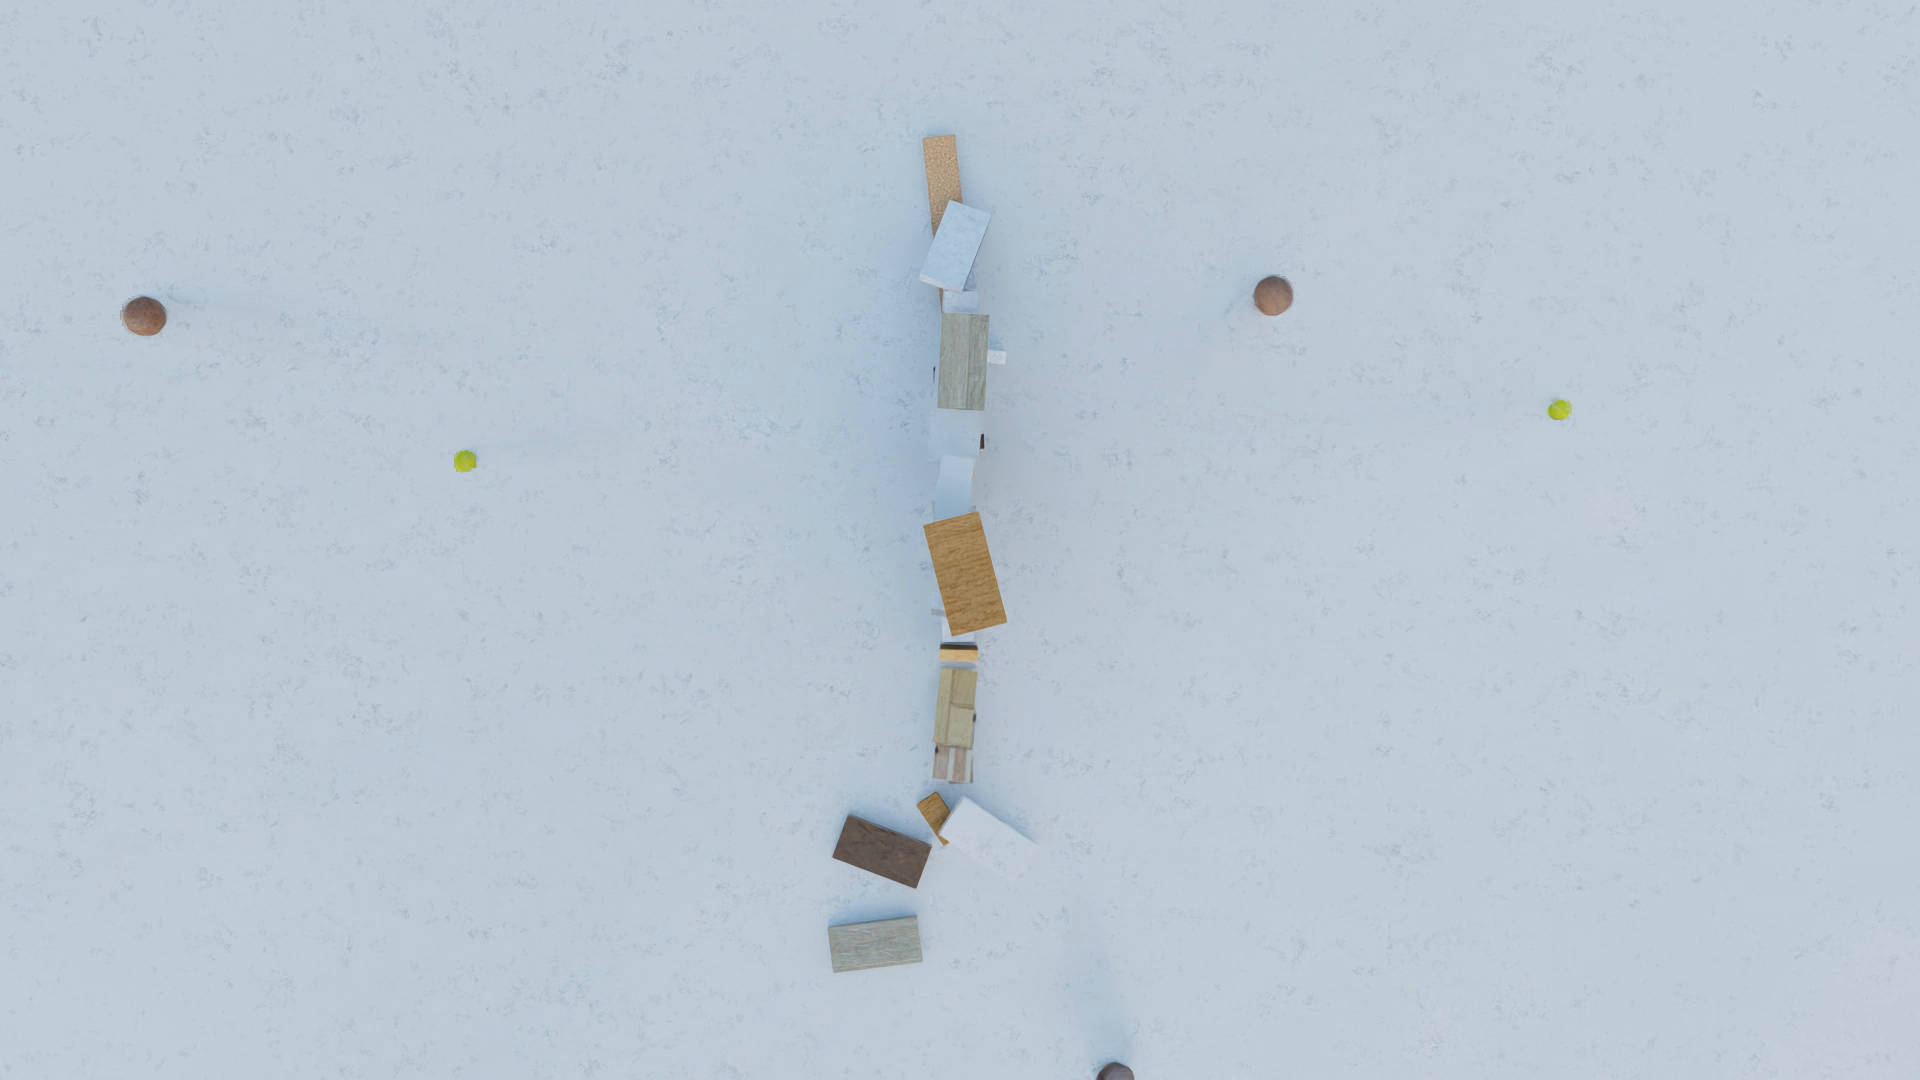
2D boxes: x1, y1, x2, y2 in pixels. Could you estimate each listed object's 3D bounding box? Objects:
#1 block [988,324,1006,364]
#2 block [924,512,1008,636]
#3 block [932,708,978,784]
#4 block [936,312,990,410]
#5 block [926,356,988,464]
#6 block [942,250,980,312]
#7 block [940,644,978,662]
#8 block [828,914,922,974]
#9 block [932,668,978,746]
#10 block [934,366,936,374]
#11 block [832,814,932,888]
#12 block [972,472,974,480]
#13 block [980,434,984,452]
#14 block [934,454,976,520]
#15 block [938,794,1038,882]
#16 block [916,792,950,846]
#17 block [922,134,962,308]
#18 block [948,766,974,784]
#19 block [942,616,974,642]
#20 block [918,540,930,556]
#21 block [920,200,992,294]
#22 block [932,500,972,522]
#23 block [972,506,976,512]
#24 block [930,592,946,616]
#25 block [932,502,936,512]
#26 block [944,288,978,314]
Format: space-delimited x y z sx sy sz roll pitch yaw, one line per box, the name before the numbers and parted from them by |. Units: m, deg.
block | 0.049 -0.637 5.290 0.147 0.293 0.042 6 113 -13
block | 0.015 0.099 4.858 0.169 0.048 0.338 -15 89 0
block | -0.017 0.672 5.453 0.123 0.035 0.247 6 77 2
block | 0.010 -0.552 5.111 0.147 0.042 0.293 3 90 0
block | -0.008 -0.404 5.155 0.161 0.046 0.322 6 90 0
block | 0.002 -0.861 5.454 0.109 0.031 0.219 4 90 0
block | -0.004 0.368 5.377 0.123 0.247 0.035 2 90 0
block | -0.281 1.342 5.479 0.298 0.042 0.149 -7 90 0
block | -0.015 0.552 5.445 0.123 0.035 0.247 6 74 2
block | -0.003 -0.522 5.339 0.161 0.322 0.046 0 90 0
block | -0.259 1.034 5.479 0.298 0.042 0.149 21 90 0
block | -0.005 -0.215 5.196 0.099 0.345 0.028 0 89 0
block | -0.004 -0.308 5.339 0.161 0.322 0.046 -3 91 0
block | -0.018 -0.155 5.009 0.099 0.028 0.198 9 90 0
block | 0.093 0.990 5.464 0.298 0.042 0.149 34 90 -6
block | -0.066 0.927 5.488 0.081 0.023 0.163 -34 90 0
block | -0.039 -1.048 5.485 0.109 0.031 0.587 -6 90 0
block | 0.002 0.728 5.488 0.081 0.023 0.163 -2 90 0
block | -0.008 0.223 5.283 0.101 0.029 0.203 -1 90 0
block | -0.036 0.007 5.052 0.169 0.338 0.048 -13 90 0
block | -0.015 -0.959 5.400 0.147 0.042 0.293 20 70 1
block | -0.017 -0.009 5.239 0.122 0.035 0.244 -6 90 0
block | -0.009 -0.090 5.378 0.122 0.244 0.035 -4 90 0
block | -0.003 0.210 5.075 0.169 0.386 0.048 10 84 0
block | -0.034 -0.087 5.122 0.099 0.198 0.028 18 90 0
block | 0.004 -0.719 5.437 0.109 0.031 0.219 2 116 1
